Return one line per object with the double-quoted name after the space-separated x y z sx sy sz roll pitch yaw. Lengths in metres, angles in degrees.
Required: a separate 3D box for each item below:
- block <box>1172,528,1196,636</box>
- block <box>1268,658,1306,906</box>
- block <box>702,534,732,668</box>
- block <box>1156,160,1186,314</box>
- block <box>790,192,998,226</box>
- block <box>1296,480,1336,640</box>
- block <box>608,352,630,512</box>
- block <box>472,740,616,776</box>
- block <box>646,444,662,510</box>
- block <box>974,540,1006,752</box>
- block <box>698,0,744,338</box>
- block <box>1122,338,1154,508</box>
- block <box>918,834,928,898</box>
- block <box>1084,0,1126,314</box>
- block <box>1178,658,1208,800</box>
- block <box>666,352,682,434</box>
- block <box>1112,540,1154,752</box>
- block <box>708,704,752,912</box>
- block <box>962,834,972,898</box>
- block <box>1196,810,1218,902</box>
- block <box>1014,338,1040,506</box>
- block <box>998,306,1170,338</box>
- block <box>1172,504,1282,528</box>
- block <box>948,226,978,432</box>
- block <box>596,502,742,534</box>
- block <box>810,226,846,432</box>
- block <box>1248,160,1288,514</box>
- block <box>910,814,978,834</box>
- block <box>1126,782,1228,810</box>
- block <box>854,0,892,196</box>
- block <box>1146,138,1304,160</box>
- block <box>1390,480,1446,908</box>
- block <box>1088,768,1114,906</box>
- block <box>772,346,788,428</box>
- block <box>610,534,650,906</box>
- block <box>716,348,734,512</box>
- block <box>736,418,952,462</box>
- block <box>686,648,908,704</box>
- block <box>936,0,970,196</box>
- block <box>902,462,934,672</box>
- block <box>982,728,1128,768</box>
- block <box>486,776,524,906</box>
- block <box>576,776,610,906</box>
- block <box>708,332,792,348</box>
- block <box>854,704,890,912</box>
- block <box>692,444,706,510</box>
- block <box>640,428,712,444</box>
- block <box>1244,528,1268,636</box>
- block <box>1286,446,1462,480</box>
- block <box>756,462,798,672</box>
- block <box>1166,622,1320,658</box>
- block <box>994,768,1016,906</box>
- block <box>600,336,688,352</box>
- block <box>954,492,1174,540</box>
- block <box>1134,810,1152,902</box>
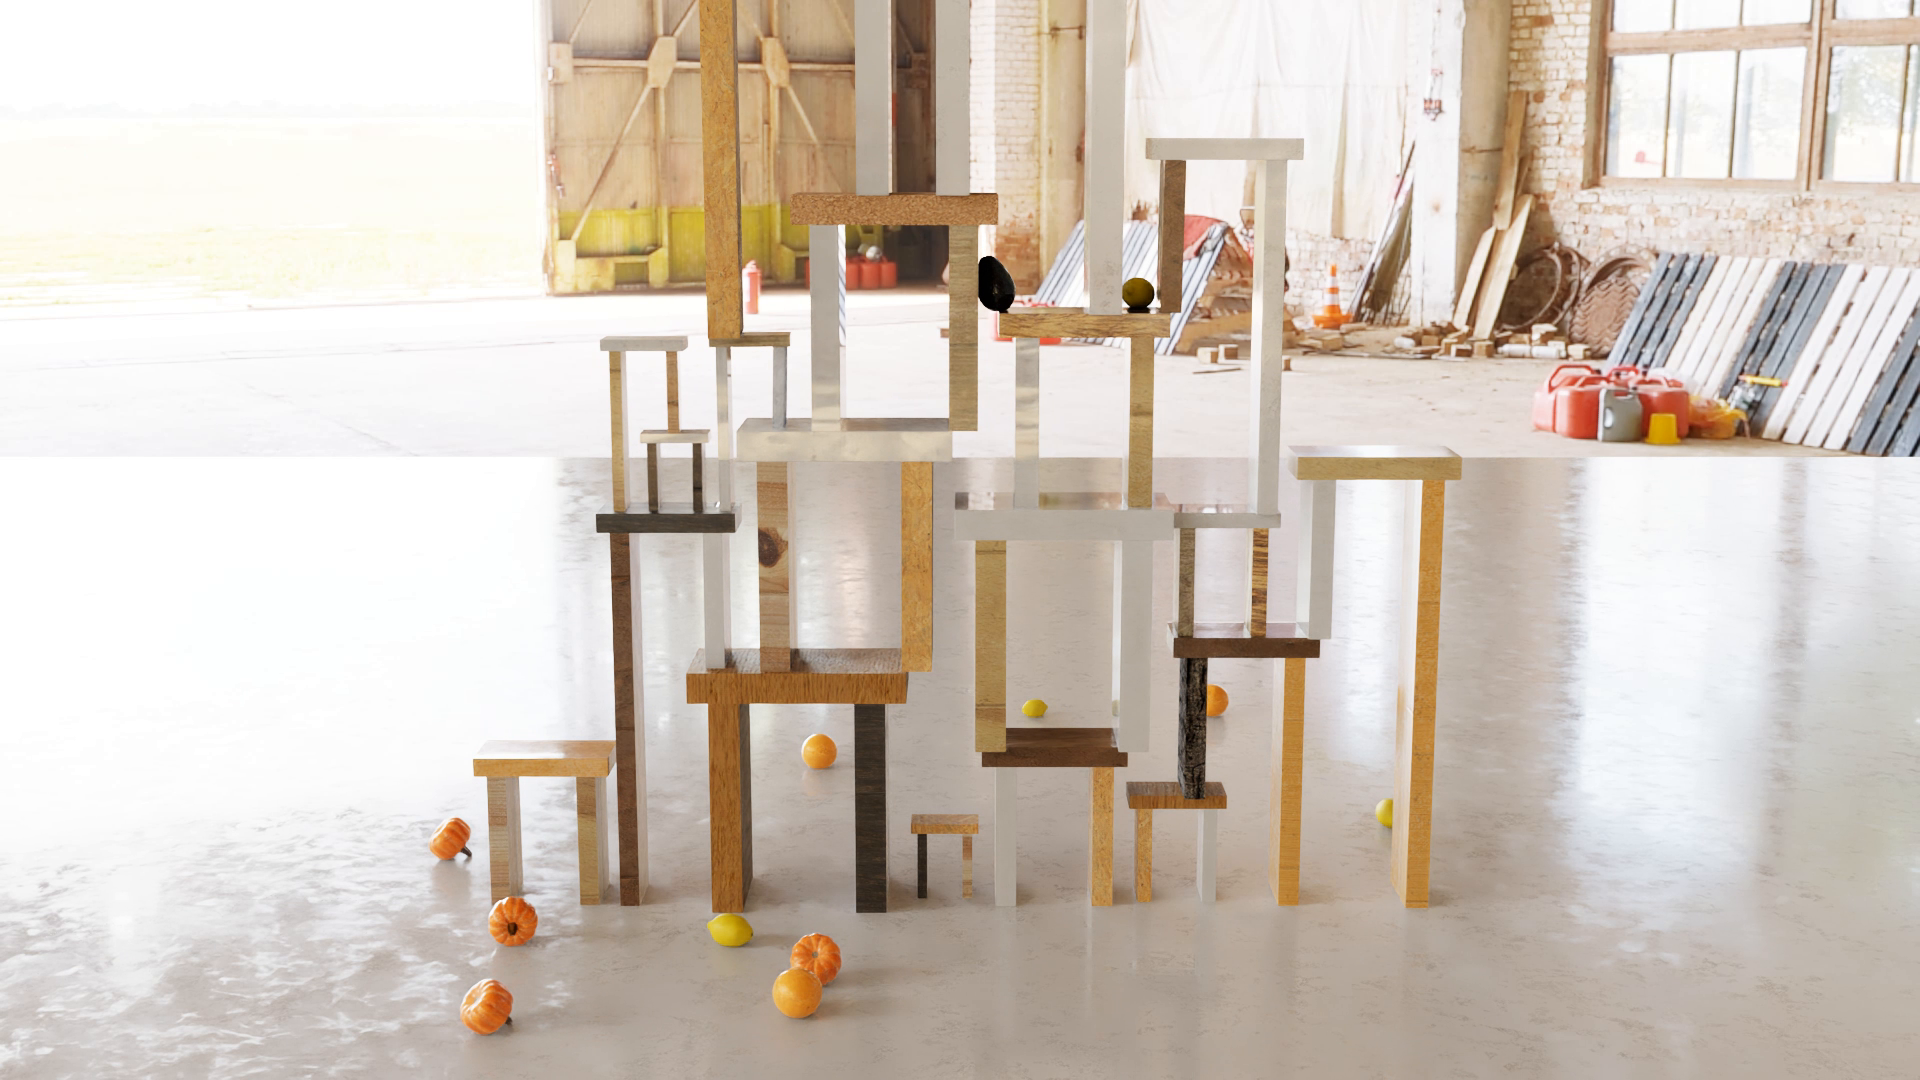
0.364 0.060 3.574 0.025 0.175 0.088 0 11 0 "block"
0.539 0.384 3.632 0.033 0.418 0.118 0 11 0 "block"
-0.394 0.088 3.572 0.031 0.221 0.111 0 11 0 "block"
0.333 -0.481 3.475 0.033 0.236 0.118 1 11 1 "block"
-0.101 -0.522 3.462 0.320 0.045 0.160 0 11 0 "block"
0.576 0.020 3.559 0.037 0.258 0.129 0 11 0 "block"
-0.545 -0.178 3.525 0.019 0.256 0.066 0 11 -1 "block"
-0.682 0.360 3.626 0.219 0.031 0.109 0 11 0 "block"
-0.491 -0.105 3.536 0.015 0.109 0.054 0 11 -1 "block"
0.049 0.155 3.585 0.049 0.346 0.173 0 11 0 "block"
-0.374 -0.610 3.449 0.050 0.573 0.176 -1 11 -3 "block"
0.286 -0.196 3.527 0.038 0.268 0.134 0 11 0 "block"
-0.062 0.534 3.664 0.016 0.112 0.056 0 11 0 "block"
0.226 -0.632 3.443 0.051 0.543 0.180 0 11 0 "block"
0.382 0.295 3.615 0.033 0.236 0.118 0 11 0 "block"
-0.457 -0.239 3.511 0.019 0.131 0.066 -1 11 -4 "block"
0.280 0.155 3.585 0.049 0.346 0.173 0 11 0 "block"
-0.378 0.418 3.632 0.050 0.351 0.176 0 11 0 "block"
0.012 0.534 3.664 0.016 0.112 0.056 0 11 0 "block"
0.410 0.512 3.655 0.023 0.159 0.080 0 11 0 "block"
0.106 -0.196 3.528 0.038 0.268 0.134 0 11 0 "block"
0.195 -0.347 3.500 0.268 0.038 0.134 0 11 0 "block"
0.425 -0.039 3.556 0.176 0.025 0.088 0 11 0 "block"
0.005 -0.342 3.495 0.045 0.320 0.160 0 11 0 "block"
-0.468 -0.036 3.549 0.221 0.031 0.111 0 11 0 "block"
-0.209 -0.342 3.495 0.045 0.320 0.160 0 11 0 "block"
0.489 -0.324 3.501 0.033 0.555 0.118 0 11 0 "block"
-0.025 0.472 3.652 0.112 0.016 0.056 0 11 0 "block"
0.357 0.422 3.638 0.159 0.023 0.080 0 11 0 "block"
-0.134 -0.719 3.430 0.050 0.353 0.176 0 11 0 "block"
0.413 -0.614 3.449 0.236 0.033 0.118 0 11 0 "block"
0.748 0.242 3.600 0.037 0.709 0.129 0 11 0 "block"
0.233 0.474 3.647 0.034 0.237 0.118 0 11 0 "block"
-0.287 -0.247 3.509 0.018 0.128 0.064 1 11 0 "block"
-0.542 0.285 3.608 0.031 0.622 0.111 0 11 0 "block"
-0.376 -0.181 3.522 0.018 0.262 0.064 0 11 0 "block"
-0.181 -0.162 3.534 0.339 0.048 0.170 0 11 0 "block"
-0.261 0.221 3.596 0.351 0.050 0.176 0 11 0 "block"
-0.011 -0.721 3.424 0.051 0.360 0.180 0 11 0 "block"
-0.069 0.028 3.569 0.048 0.339 0.170 0 11 0 "block"
0.154 0.341 3.621 0.237 0.034 0.118 0 11 0 "block"
-0.755 0.483 3.648 0.031 0.219 0.109 0 11 0 "block"
-0.609 0.483 3.648 0.031 0.219 0.109 0 11 0 "block"
-0.333 -0.319 3.496 0.128 0.018 0.064 -1 11 -2 "block"
-0.144 0.418 3.632 0.050 0.351 0.176 0 11 0 "block"
-0.419 -0.106 3.537 0.015 0.109 0.054 0 11 0 "block"
-0.455 -0.166 3.523 0.109 0.015 0.054 0 11 -2 "block"
0.481 0.060 3.574 0.025 0.176 0.088 0 11 0 "block"
0.662 -0.125 3.531 0.258 0.037 0.129 0 11 0 "block"
-0.296 0.028 3.570 0.048 0.339 0.170 0 11 0 "block"
0.461 0.163 3.591 0.236 0.033 0.118 0 11 0 "block"
0.075 0.474 3.647 0.034 0.237 0.118 0 11 0 "block"
-0.502 -0.313 3.498 0.131 0.019 0.066 0 11 0 "block"
0.165 -0.039 3.549 0.346 0.049 0.173 0 11 0 "block"
0.304 0.512 3.655 0.023 0.159 0.080 0 11 0 "block"
